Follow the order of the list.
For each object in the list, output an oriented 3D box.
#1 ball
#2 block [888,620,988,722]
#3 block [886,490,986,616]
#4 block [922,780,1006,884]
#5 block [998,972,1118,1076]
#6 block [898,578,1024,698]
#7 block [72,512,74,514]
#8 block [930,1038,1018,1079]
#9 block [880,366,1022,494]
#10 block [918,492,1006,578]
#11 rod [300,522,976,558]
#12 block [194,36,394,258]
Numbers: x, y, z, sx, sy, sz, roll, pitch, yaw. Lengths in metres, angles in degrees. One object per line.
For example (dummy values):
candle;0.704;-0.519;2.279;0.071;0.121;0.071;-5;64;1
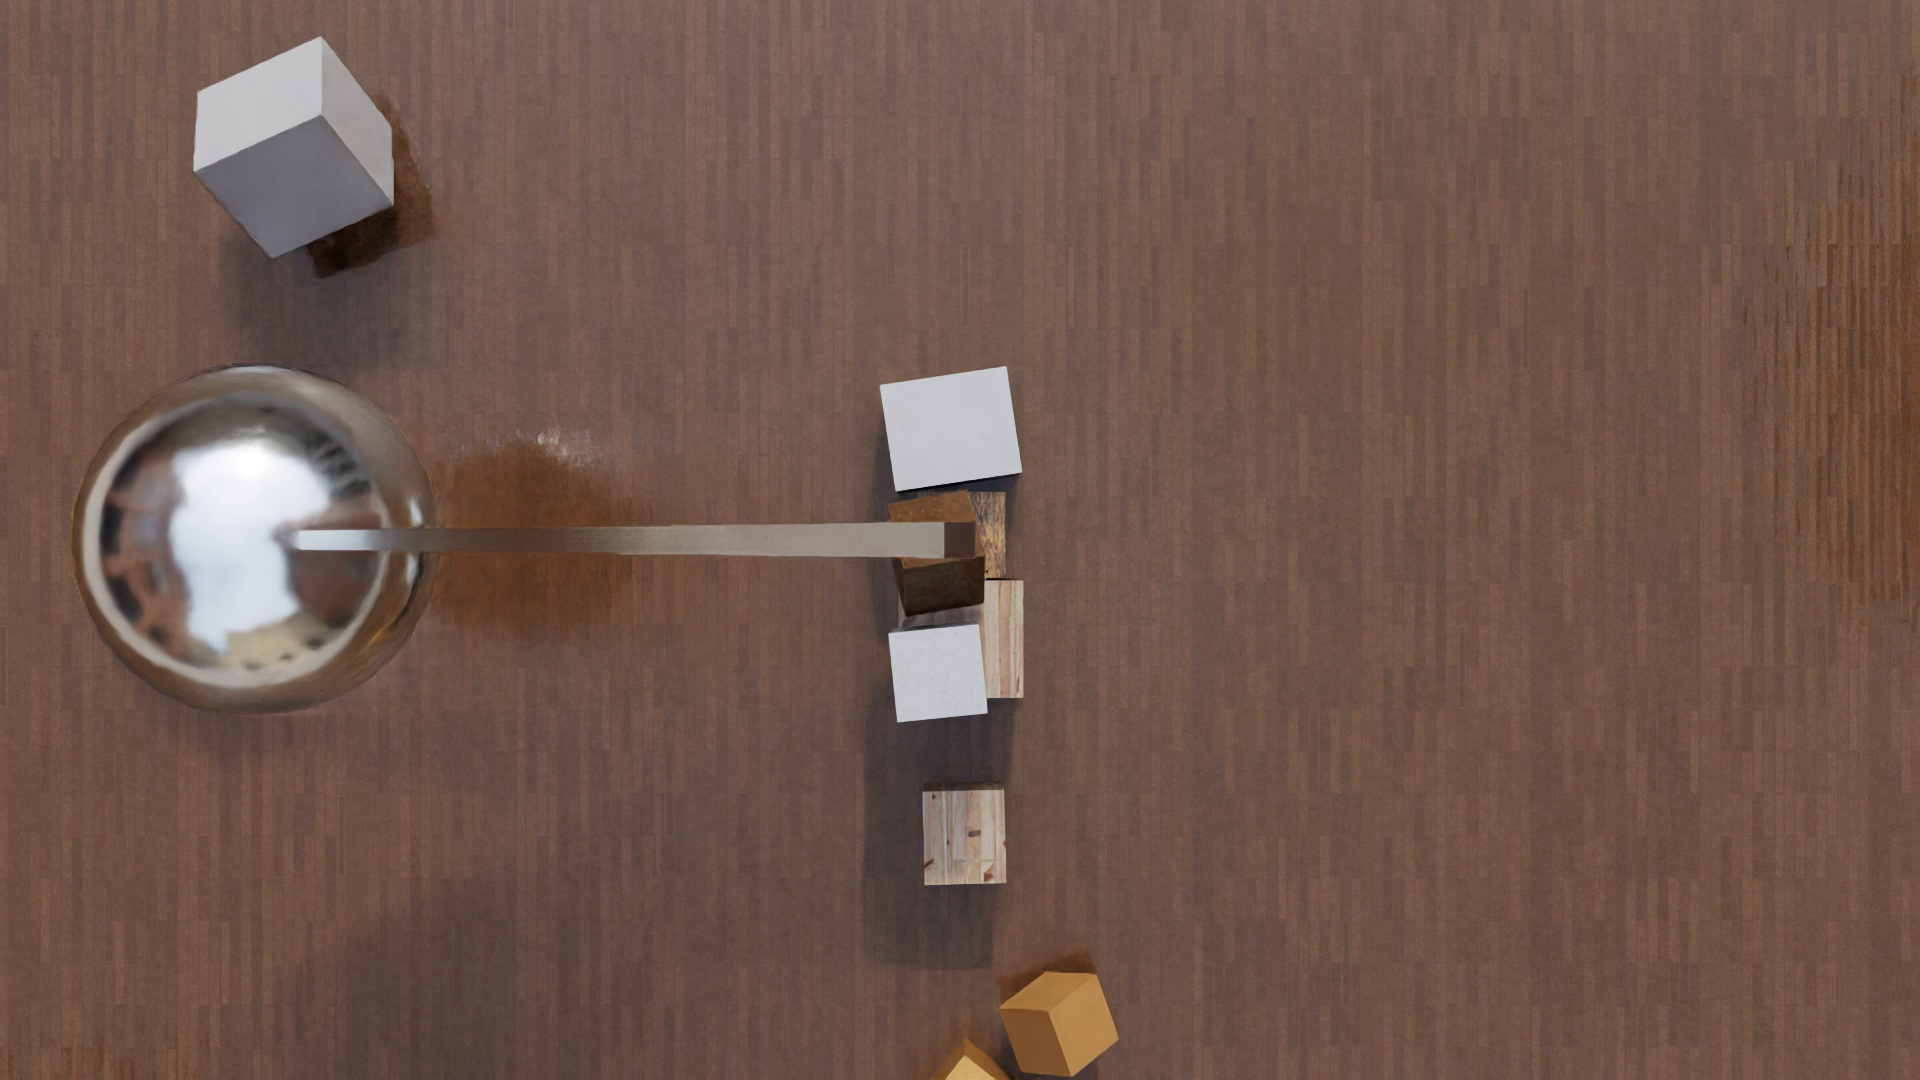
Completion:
ball;-3.180;0.000;10.002;1.600;1.600;1.600;0;90;0
block;-0.117;0.710;12.014;0.484;0.592;0.476;-6;90;0
block;-0.134;0.077;12.155;0.448;0.430;0.468;-10;52;-8
block;0.026;1.693;12.761;0.465;0.478;0.531;-1;90;0
block;0.568;2.784;12.672;0.433;0.414;0.416;-28;103;-41
block;0.006;0.555;12.655;0.697;0.690;0.657;0;90;0
block;-4.513;-0.103;12.394;0.579;0.681;0.540;-29;93;-41
block;0.090;3.323;12.769;0.581;0.463;0.525;38;90;0
block;-0.050;-0.621;12.633;0.714;0.733;0.599;-9;90;0
block;0.008;-0.029;12.750;0.499;0.501;0.490;0;90;0
rod;-1.378;0.000;7.118;0.080;5.200;0.080;0;90;-32
block;-3.746;-2.209;12.412;0.794;0.728;0.706;-21;50;9
